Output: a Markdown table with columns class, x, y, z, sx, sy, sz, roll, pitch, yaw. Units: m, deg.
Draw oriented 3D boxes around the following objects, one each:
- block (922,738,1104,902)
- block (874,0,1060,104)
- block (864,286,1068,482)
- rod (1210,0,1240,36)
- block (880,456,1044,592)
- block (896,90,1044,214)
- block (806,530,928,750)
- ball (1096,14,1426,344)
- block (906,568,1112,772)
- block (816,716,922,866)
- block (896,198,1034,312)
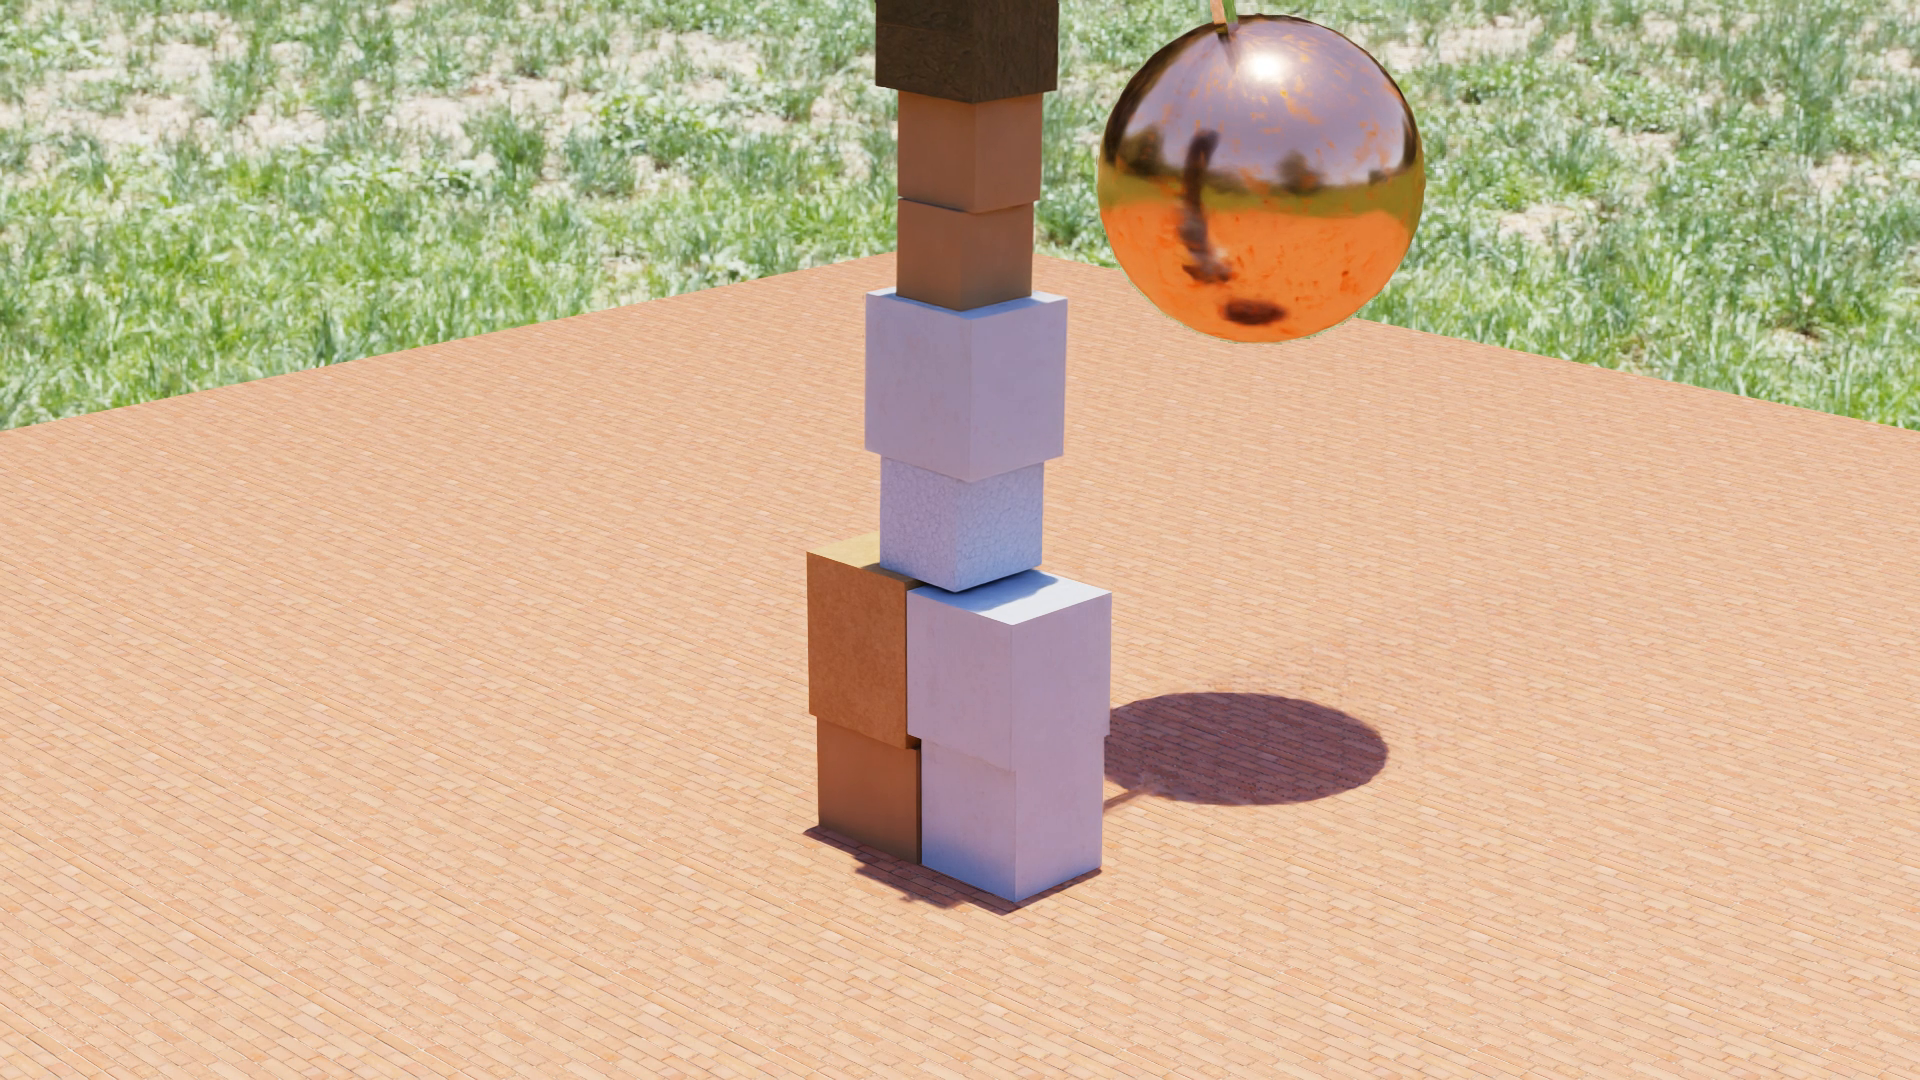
| class | x | y | z | sx | sy | sz | roll | pitch | yaw |
| --- | --- | --- | --- | --- | --- | --- | --- | --- | --- |
| block | 0.239 | 1.194 | 13.461 | 0.575 | 0.650 | 0.601 | -17 | 24 | -42 |
| block | 0.030 | -2.252 | 12.584 | 0.524 | 0.627 | 0.591 | -17 | 25 | -42 |
| block | 0.024 | -0.738 | 13.105 | 0.601 | 0.729 | 0.669 | -17 | 25 | -42 |
| rod | 0.636 | -4.555 | 12.577 | 0.080 | 5.200 | 0.080 | 17 | 44 | 42 |
| block | 0.008 | -0.137 | 13.298 | 0.559 | 0.535 | 0.488 | -17 | 25 | -42 |
| block | 0.041 | -1.730 | 12.778 | 0.410 | 0.487 | 0.480 | -17 | 25 | -42 |
| block | -0.237 | 0.432 | 13.724 | 0.690 | 0.806 | 0.655 | -17 | 24 | -42 |
| ball | 1.467 | -1.760 | 14.326 | 1.600 | 1.600 | 1.600 | 0 | 17 | 0 |
| block | 0.221 | 0.559 | 13.256 | 0.644 | 0.686 | 0.658 | -17 | 24 | -42 |
| block | -0.213 | 1.093 | 13.915 | 0.641 | 0.570 | 0.674 | -17 | 24 | -42 |
| block | 0.022 | -1.288 | 12.912 | 0.449 | 0.436 | 0.400 | -17 | 25 | -42 |
